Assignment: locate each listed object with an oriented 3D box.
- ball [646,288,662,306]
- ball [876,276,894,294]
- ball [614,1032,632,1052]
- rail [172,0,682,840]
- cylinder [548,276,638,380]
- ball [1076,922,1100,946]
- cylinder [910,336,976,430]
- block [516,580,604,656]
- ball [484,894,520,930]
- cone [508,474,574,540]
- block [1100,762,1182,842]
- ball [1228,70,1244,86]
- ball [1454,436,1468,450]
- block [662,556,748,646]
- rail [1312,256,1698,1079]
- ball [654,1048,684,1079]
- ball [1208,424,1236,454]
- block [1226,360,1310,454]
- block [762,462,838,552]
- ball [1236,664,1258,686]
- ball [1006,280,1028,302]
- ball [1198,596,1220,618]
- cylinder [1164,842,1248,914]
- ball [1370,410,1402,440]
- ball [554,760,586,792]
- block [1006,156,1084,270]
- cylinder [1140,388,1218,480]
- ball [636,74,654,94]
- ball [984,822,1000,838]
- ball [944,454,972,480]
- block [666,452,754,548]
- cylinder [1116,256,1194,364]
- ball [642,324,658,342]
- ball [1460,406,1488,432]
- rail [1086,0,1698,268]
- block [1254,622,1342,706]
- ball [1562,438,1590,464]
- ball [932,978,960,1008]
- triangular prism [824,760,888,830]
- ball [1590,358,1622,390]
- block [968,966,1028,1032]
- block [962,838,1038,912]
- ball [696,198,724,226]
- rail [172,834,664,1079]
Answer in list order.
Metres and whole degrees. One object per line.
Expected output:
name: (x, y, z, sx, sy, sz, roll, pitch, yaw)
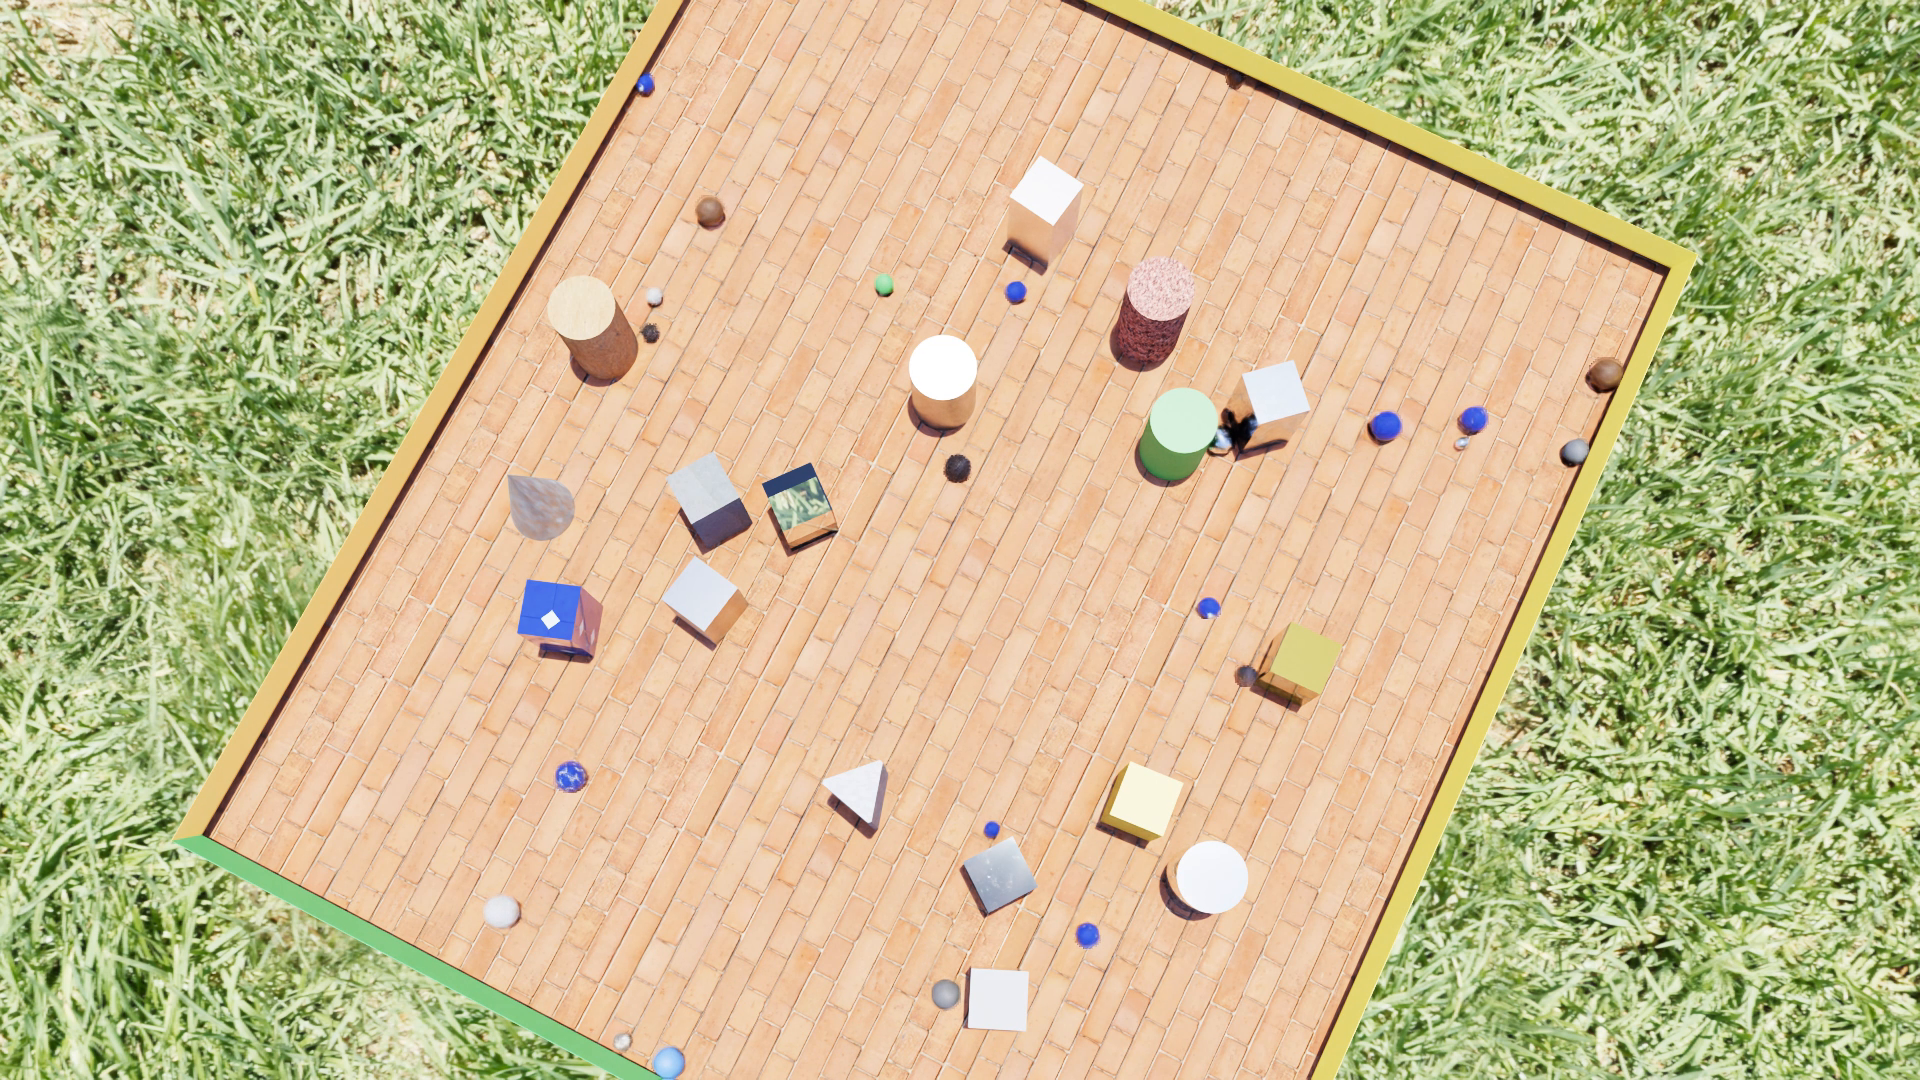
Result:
ball: (-0.960, -0.762, 5.749, 0.051, 0.051, 0.051, 0, 78, 0)
ball: (-0.236, -0.801, 5.751, 0.061, 0.061, 0.061, 0, 78, 0)
ball: (-0.975, 1.449, 5.290, 0.053, 0.053, 0.053, 0, 78, 0)
rail: (-1.448, -0.702, 5.695, 0.045, 0.128, 3.646, 26, 80, 5)
cylinder: (-1.106, -0.639, 5.546, 0.198, 0.397, 0.198, 0, 78, 0)
ball: (0.372, 1.150, 5.343, 0.071, 0.071, 0.071, 0, 78, 0)
cylinder: (-0.049, -0.470, 5.537, 0.198, 0.347, 0.198, 0, 78, 0)
block: (-1.173, 0.233, 5.397, 0.158, 0.336, 0.158, 8, 78, 2)
ball: (-1.334, 1.084, 5.342, 0.099, 0.099, 0.099, 0, 78, 0)
cone: (-1.282, -0.140, 5.412, 0.198, 0.457, 0.198, 0, 78, 0)
block: (0.519, 0.756, 5.276, 0.158, 0.361, 0.158, 22, 79, 4)
ball: (0.889, -1.487, 5.897, 0.053, 0.053, 0.053, 0, 78, 0)
ball: (1.548, -0.299, 5.657, 0.042, 0.042, 0.042, 0, 78, 0)
block: (-0.752, 0.183, 5.432, 0.158, 0.287, 0.158, 36, 81, 7)
rail: (1.448, 0.716, 5.402, 0.045, 0.128, 3.646, 26, 80, 5)
ball: (-0.835, 1.503, 5.260, 0.089, 0.089, 0.089, 0, 78, 0)
ball: (0.799, -0.312, 5.633, 0.094, 0.094, 0.094, 0, 78, 0)
block: (0.922, -0.396, 5.518, 0.158, 0.354, 0.158, -16, 79, -3)
block: (-0.475, -0.097, 5.487, 0.158, 0.293, 0.158, -24, 79, -5)
ball: (0.860, 0.405, 5.501, 0.063, 0.063, 0.063, 0, 78, 0)
ball: (0.178, -0.780, 5.744, 0.066, 0.066, 0.066, 0, 78, 0)
ball: (0.752, 0.203, 5.541, 0.065, 0.065, 0.065, 0, 78, 0)
cylinder: (0.701, 0.969, 5.249, 0.198, 0.328, 0.198, 0, 78, 0)
ball: (1.312, -0.352, 5.642, 0.092, 0.092, 0.092, 0, 78, 0)
ball: (-1.153, 0.698, 5.425, 0.092, 0.092, 0.092, 0, 78, 0)
block: (0.258, -1.001, 5.632, 0.158, 0.375, 0.158, 35, 80, 7)
cylinder: (0.653, -0.314, 5.508, 0.198, 0.341, 0.198, 0, 78, 0)
ball: (-1.013, -1.465, 5.889, 0.059, 0.059, 0.059, 0, 78, 0)
ball: (0.094, 0.857, 5.415, 0.048, 0.048, 0.048, 0, 78, 0)
ball: (-0.006, -0.224, 5.621, 0.082, 0.082, 0.082, 0, 78, 0)
block: (-0.743, -0.116, 5.461, 0.158, 0.352, 0.158, -30, 80, -6)
cylinder: (0.586, -0.690, 5.544, 0.198, 0.423, 0.198, 0, 78, 0)
ball: (-0.967, -0.647, 5.723, 0.053, 0.053, 0.053, 0, 78, 0)
ball: (1.584, -0.372, 5.652, 0.081, 0.081, 0.081, 0, 78, 0)
rail: (0.805, -1.569, 5.875, 3.285, 0.128, 0.045, 26, 80, 5)
block: (0.989, 0.368, 5.386, 0.158, 0.302, 0.158, 25, 79, 5)
ball: (1.894, -0.272, 5.633, 0.078, 0.078, 0.078, 0, 78, 0)
ball: (-0.041, 1.313, 5.302, 0.085, 0.085, 0.085, 0, 78, 0)
triangular prism: (-0.264, 0.708, 5.250, 0.171, 0.432, 0.148, 40, 81, 8)
ball: (2.002, -0.514, 5.675, 0.094, 0.094, 0.094, 0, 78, 0)
block: (0.106, 1.293, 5.182, 0.158, 0.327, 0.158, 3, 78, 1)
block: (0.115, 0.968, 5.288, 0.158, 0.250, 0.158, -27, 80, -5)
ball: (-0.790, -1.038, 5.786, 0.089, 0.089, 0.089, 0, 78, 0)
rail: (-0.805, 1.583, 5.222, 3.285, 0.128, 0.045, 26, 80, 5)
